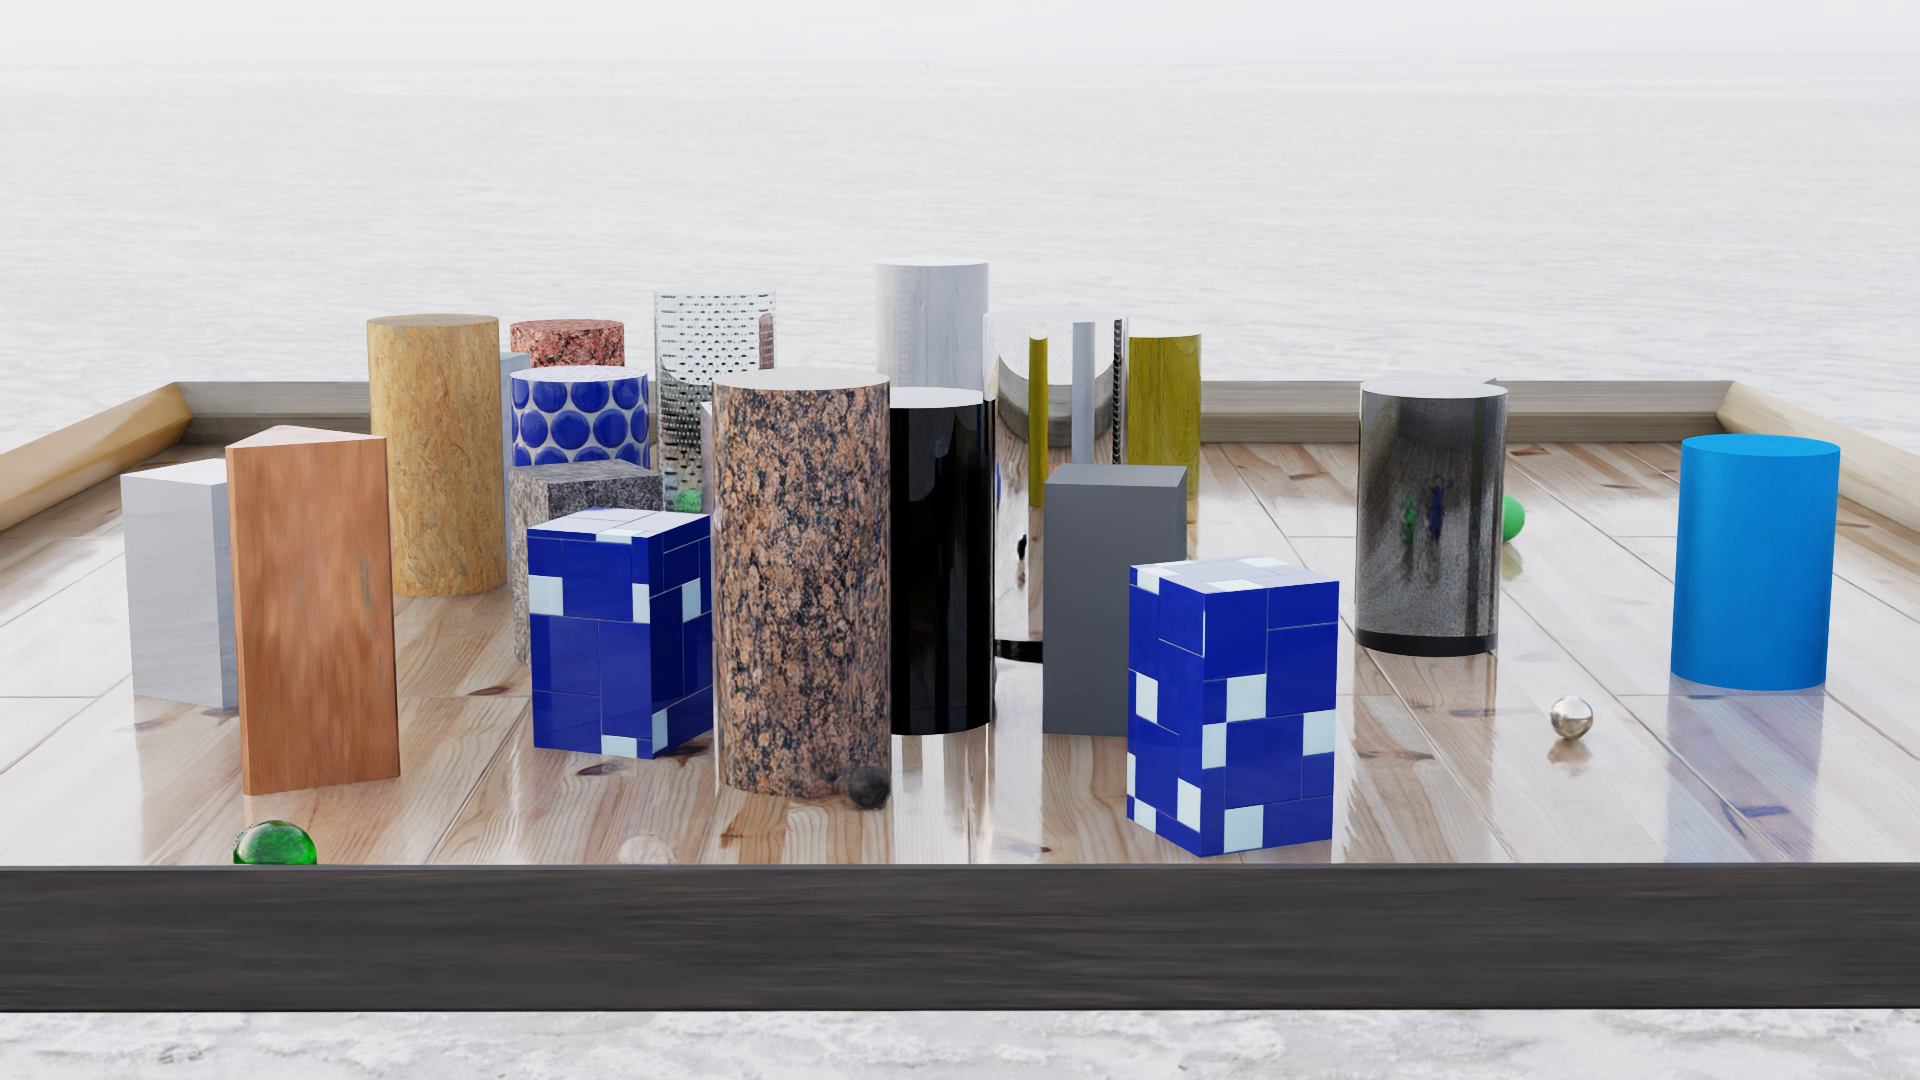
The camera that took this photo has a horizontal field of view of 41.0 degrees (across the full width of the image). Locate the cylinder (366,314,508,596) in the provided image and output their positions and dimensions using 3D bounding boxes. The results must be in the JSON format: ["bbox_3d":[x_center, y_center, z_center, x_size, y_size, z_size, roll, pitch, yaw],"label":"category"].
[{"bbox_3d":[-0.727,-0.121,3.572,0.179,0.371,0.179,0,11,0],"label":"cylinder"}]

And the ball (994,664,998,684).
[{"bbox_3d":[0.019,0.155,2.968,0.050,0.050,0.050,0,11,0],"label":"ball"}]

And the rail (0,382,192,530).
[{"bbox_3d":[-1.471,0.031,3.442,0.045,0.116,3.000,0,11,0],"label":"rail"}]

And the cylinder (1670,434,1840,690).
[{"bbox_3d":[0.945,0.024,3.055,0.179,0.277,0.179,0,11,0],"label":"cylinder"}]

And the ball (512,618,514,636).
[{"bbox_3d":[-0.528,0.108,3.193,0.060,0.060,0.060,0,11,0],"label":"ball"}]

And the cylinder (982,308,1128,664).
[{"bbox_3d":[0.117,-0.070,3.176,0.179,0.416,0.179,0,11,0],"label":"cylinder"}]

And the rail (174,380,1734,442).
[{"bbox_3d":[-0.009,-0.243,4.901,2.990,0.116,0.045,0,11,0],"label":"rail"}]

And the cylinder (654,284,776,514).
[{"bbox_3d":[-0.358,-0.173,3.781,0.179,0.394,0.179,0,11,0],"label":"cylinder"}]

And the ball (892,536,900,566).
[{"bbox_3d":[-0.118,0.016,3.673,0.063,0.063,0.063,0,11,0],"label":"ball"}]

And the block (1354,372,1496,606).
[{"bbox_3d":[0.628,-0.066,3.461,0.143,0.302,0.143,6,12,27],"label":"block"}]

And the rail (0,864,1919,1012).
[{"bbox_3d":[0.009,0.303,1.999,2.990,0.116,0.045,0,11,0],"label":"rail"}]

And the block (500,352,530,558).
[{"bbox_3d":[-0.731,-0.126,3.808,0.143,0.293,0.143,3,11,16],"label":"block"}]

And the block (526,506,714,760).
[{"bbox_3d":[-0.364,0.097,2.767,0.143,0.238,0.143,4,11,21],"label":"block"}]

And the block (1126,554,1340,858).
[{"bbox_3d":[0.257,0.154,2.437,0.143,0.249,0.143,-5,12,-24],"label":"block"}]

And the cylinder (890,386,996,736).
[{"bbox_3d":[-0.050,0.020,2.850,0.179,0.360,0.179,0,11,0],"label":"cylinder"}]

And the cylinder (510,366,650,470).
[{"bbox_3d":[-0.497,-0.060,3.381,0.179,0.320,0.179,0,11,0],"label":"cylinder"}]

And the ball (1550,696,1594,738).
[{"bbox_3d":[0.663,0.192,2.780,0.047,0.047,0.047,0,11,0],"label":"ball"}]

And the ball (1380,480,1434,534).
[{"bbox_3d":[0.693,-0.052,3.980,0.083,0.083,0.083,0,11,0],"label":"ball"}]

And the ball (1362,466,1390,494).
[{"bbox_3d":[0.704,-0.103,4.349,0.047,0.047,0.047,0,11,0],"label":"ball"}]

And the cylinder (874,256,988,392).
[{"bbox_3d":[-0.044,-0.230,4.030,0.179,0.415,0.179,0,11,0],"label":"cylinder"}]

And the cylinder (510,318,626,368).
[{"bbox_3d":[-0.622,-0.188,4.088,0.179,0.311,0.179,0,11,0],"label":"cylinder"}]

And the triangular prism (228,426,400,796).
[{"bbox_3d":[-0.674,0.065,2.629,0.155,0.352,0.134,-5,12,-26],"label":"triangular prism"}]

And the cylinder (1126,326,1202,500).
[{"bbox_3d":[0.315,-0.212,4.310,0.179,0.276,0.179,0,11,0],"label":"cylinder"}]

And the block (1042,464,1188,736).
[{"bbox_3d":[0.172,0.064,2.837,0.143,0.277,0.143,2,11,9],"label":"block"}]

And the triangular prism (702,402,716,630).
[{"bbox_3d":[-0.292,-0.032,3.331,0.155,0.283,0.134,-9,14,-41],"label":"triangular prism"}]

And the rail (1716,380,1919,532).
[{"bbox_3d":[1.471,0.028,3.458,0.045,0.116,3.000,0,11,0],"label":"rail"}]

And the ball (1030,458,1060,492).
[{"bbox_3d":[0.150,-0.111,4.362,0.058,0.058,0.058,0,11,0],"label":"ball"}]

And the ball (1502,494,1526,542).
[{"bbox_3d":[0.826,-0.034,3.916,0.071,0.071,0.071,0,11,0],"label":"ball"}]

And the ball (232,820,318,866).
[{"bbox_3d":[-0.597,0.281,2.237,0.073,0.073,0.073,0,11,0],"label":"ball"}]

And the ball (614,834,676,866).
[{"bbox_3d":[-0.278,0.286,2.262,0.054,0.054,0.054,0,11,0],"label":"ball"}]

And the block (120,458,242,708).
[{"bbox_3d":[-0.862,0.047,2.982,0.143,0.257,0.143,6,12,29],"label":"block"}]

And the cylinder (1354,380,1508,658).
[{"bbox_3d":[0.590,-0.030,3.219,0.179,0.321,0.179,0,11,0],"label":"cylinder"}]

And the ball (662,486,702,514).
[{"bbox_3d":[-0.435,-0.044,3.954,0.077,0.077,0.077,0,11,0],"label":"ball"}]

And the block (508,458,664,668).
[{"bbox_3d":[-0.451,0.034,3.103,0.143,0.238,0.143,-6,12,-27],"label":"block"}]

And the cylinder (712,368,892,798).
[{"bbox_3d":[-0.160,0.039,2.612,0.179,0.409,0.179,0,11,0],"label":"cylinder"}]

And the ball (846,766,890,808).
[{"bbox_3d":[-0.091,0.243,2.523,0.042,0.042,0.042,0,11,0],"label":"ball"}]
